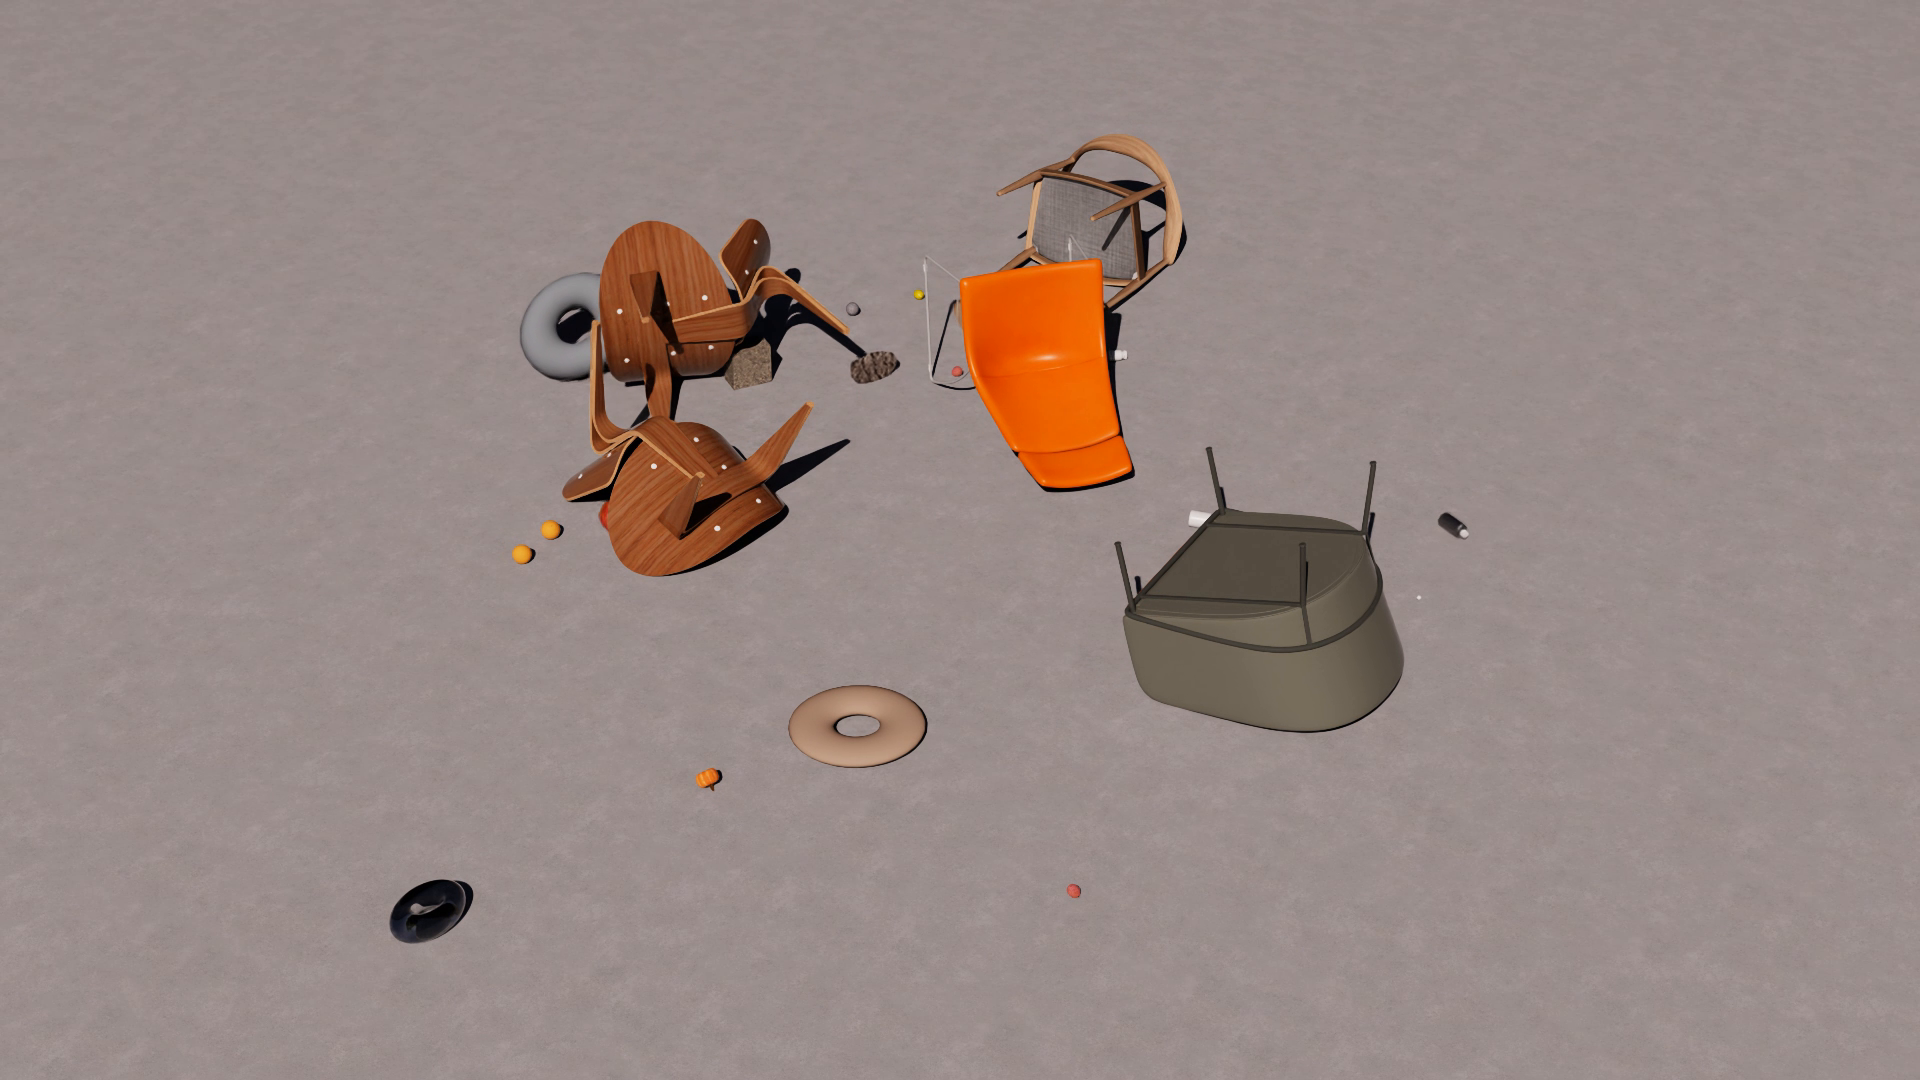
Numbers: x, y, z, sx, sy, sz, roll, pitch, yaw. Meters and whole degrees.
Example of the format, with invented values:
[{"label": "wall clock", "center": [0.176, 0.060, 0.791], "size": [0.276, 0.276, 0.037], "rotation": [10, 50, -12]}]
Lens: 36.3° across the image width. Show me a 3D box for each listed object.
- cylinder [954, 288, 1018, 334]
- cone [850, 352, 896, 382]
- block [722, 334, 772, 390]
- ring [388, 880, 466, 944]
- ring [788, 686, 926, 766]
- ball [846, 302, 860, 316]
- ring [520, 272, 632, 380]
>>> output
[{"label": "cylinder", "center": [0.107, -0.961, 12.286], "size": [0.211, 0.129, 0.168], "rotation": [-19, 44, -26]}, {"label": "cone", "center": [-0.398, -0.718, 11.983], "size": [0.224, 0.118, 0.179], "rotation": [-20, 20, -28]}, {"label": "block", "center": [-0.861, -0.720, 11.885], "size": [0.166, 0.168, 0.101], "rotation": [-15, 36, -21]}, {"label": "ring", "center": [-1.654, 1.153, 9.109], "size": [0.186, 0.097, 0.281], "rotation": [22, 38, 28]}, {"label": "ring", "center": [-0.349, 0.628, 9.932], "size": [0.466, 0.066, 0.436], "rotation": [-2, 34, -2]}, {"label": "ball", "center": [-0.453, -0.975, 12.374], "size": [0.056, 0.056, 0.056], "rotation": [0, 33, 0]}, {"label": "ring", "center": [-1.561, -0.869, 11.924], "size": [0.484, 0.165, 0.405], "rotation": [-41, 89, -8]}]
